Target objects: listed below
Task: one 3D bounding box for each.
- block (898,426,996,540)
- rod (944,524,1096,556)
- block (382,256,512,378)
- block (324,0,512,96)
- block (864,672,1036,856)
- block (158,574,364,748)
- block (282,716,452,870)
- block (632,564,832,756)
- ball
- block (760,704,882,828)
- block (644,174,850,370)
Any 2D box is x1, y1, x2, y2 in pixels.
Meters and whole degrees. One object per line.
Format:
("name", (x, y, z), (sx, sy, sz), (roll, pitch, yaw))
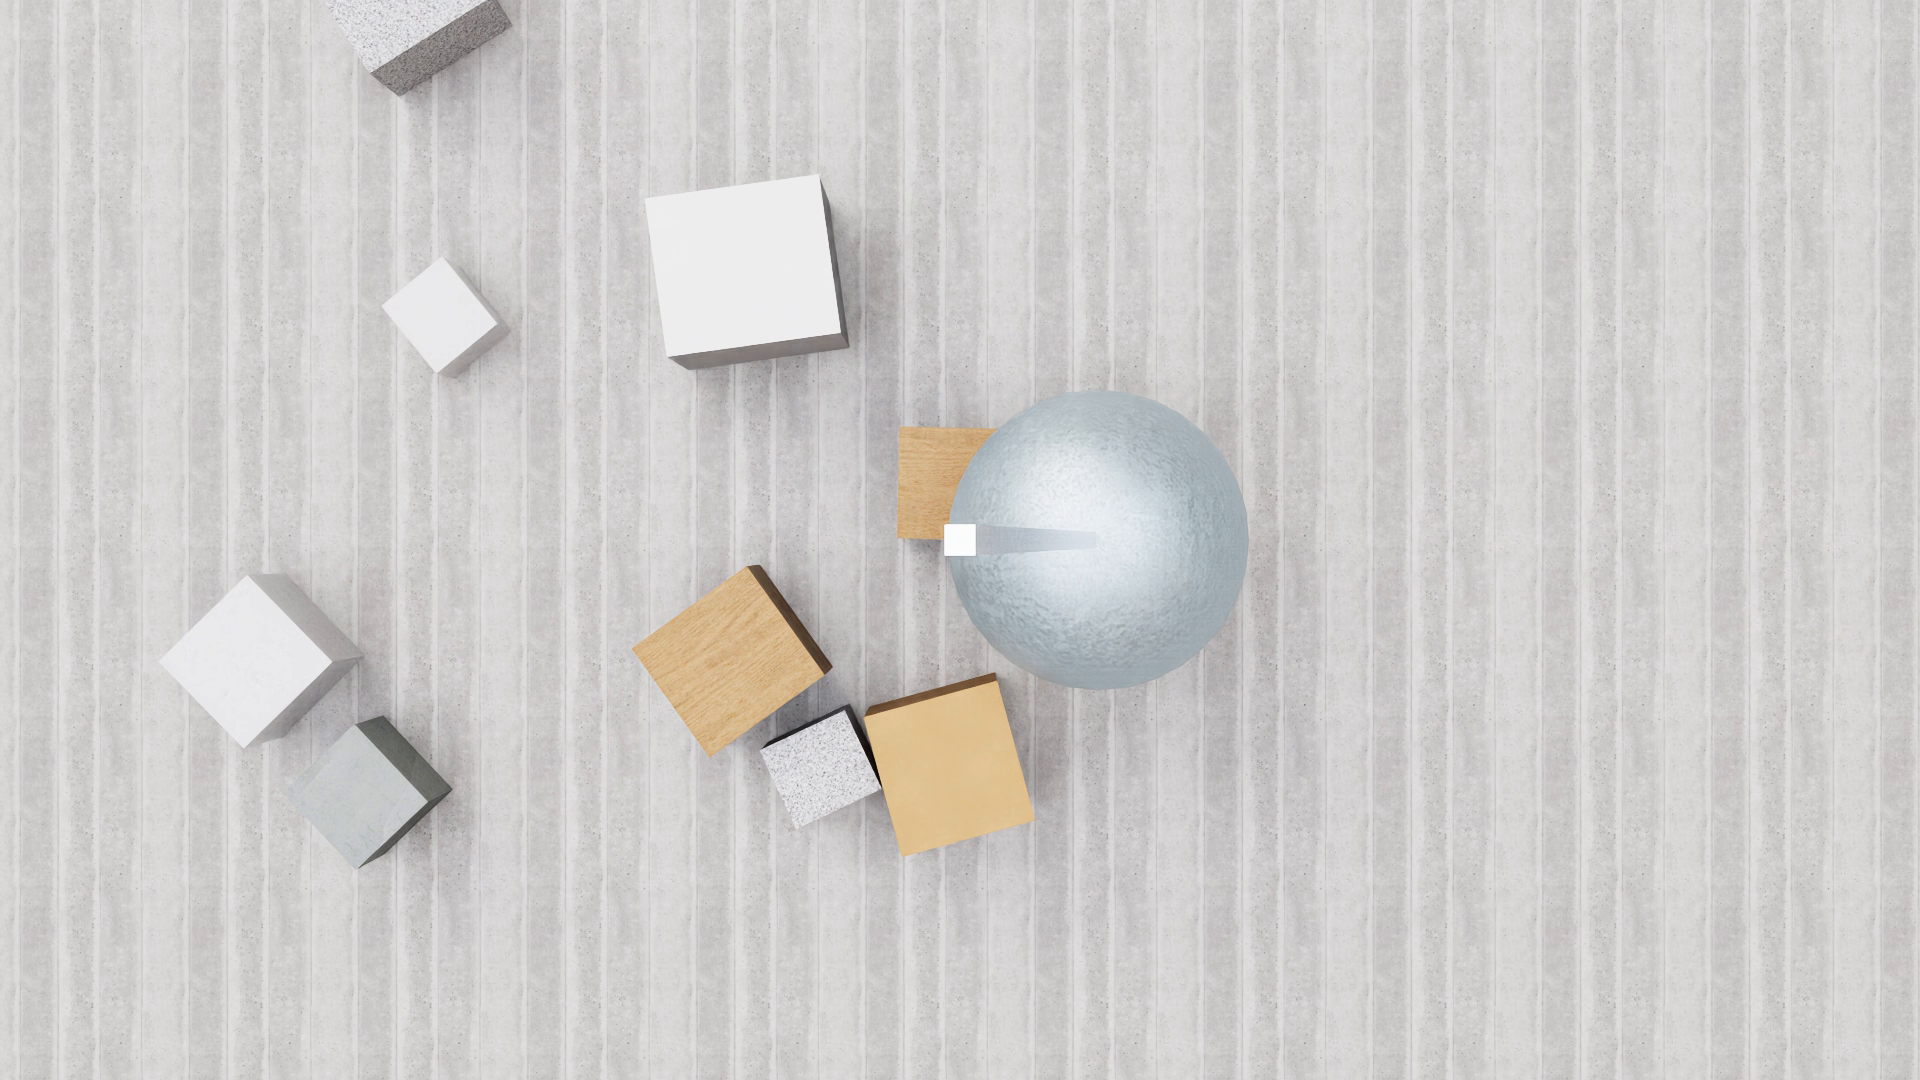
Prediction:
("block", (-0.007, -0.317, 12.689), (0.681, 0.622, 0.629), (1, 90, 0))
("rod", (0.317, 0.000, 8.313), (0.080, 5.200, 0.080), (0, 90, 7))
("block", (-2.979, -1.288, 12.791), (0.449, 0.417, 0.499), (-39, 90, 0))
("block", (-3.147, -3.097, 12.670), (0.794, 0.661, 0.632), (-32, 90, 0))
("block", (-0.058, 1.270, 12.601), (0.769, 0.798, 0.805), (-15, 90, 0))
("block", (-4.002, 0.682, 12.657), (0.693, 0.686, 0.683), (-44, 90, 0))
("block", (-3.407, 1.448, 12.691), (0.560, 0.617, 0.601), (-43, 90, 0))
("block", (-1.286, 0.675, 12.595), (0.786, 0.809, 0.744), (-36, 90, 0))
("ball", (0.731, 0.000, 11.688), (1.600, 1.600, 1.600), (0, 90, 0))
("block", (-0.789, 1.300, 12.724), (0.533, 0.552, 0.491), (-25, 90, 0))
("block", (-1.189, -1.503, 12.519), (0.962, 0.962, 0.875), (-8, 90, 0))
